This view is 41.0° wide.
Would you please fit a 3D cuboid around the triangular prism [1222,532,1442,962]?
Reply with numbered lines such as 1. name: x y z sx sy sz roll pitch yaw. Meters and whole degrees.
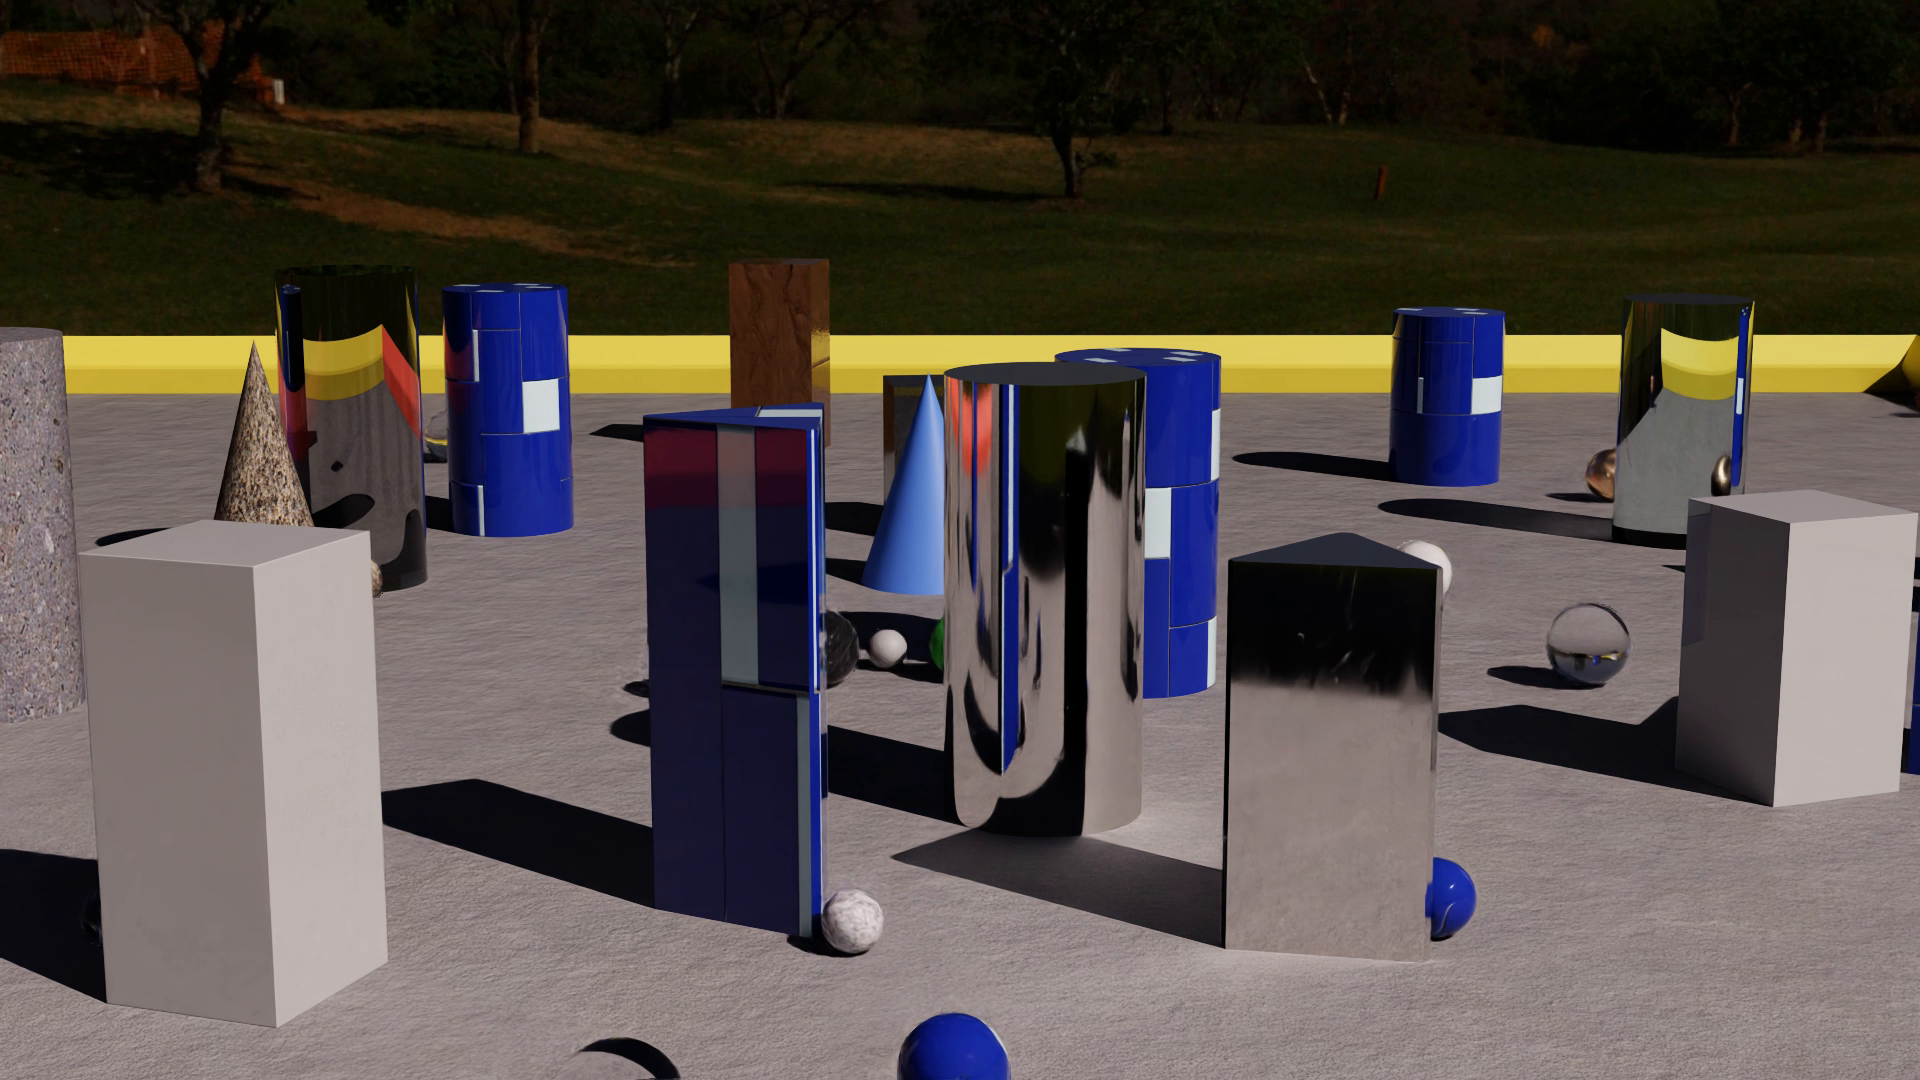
1. triangular prism: 0.317 0.168 2.168 0.170 0.330 0.147 2 11 12

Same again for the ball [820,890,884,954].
1. ball: -0.089 0.316 2.129 0.053 0.053 0.053 0 11 0

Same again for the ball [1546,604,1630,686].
1. ball: 0.745 0.124 3.043 0.098 0.098 0.098 0 11 0

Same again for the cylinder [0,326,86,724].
1. cylinder: -1.111 -0.020 2.919 0.196 0.426 0.196 0 11 0

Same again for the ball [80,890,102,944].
1. ball: -0.714 0.316 2.152 0.046 0.046 0.046 0 11 0

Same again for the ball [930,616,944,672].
1. ball: 0.007 0.125 3.069 0.086 0.086 0.086 0 11 0

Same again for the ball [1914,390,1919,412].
1. ball: 2.032 -0.292 5.357 0.072 0.072 0.072 0 11 0

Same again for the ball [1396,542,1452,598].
1. ball: 0.626 0.045 3.496 0.087 0.087 0.087 0 11 0

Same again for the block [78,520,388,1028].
1. block: -0.570 0.178 2.030 0.157 0.360 0.157 4 11 19

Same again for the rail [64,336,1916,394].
1. rail: -0.013 -0.390 5.728 4.317 0.127 0.045 0 11 0

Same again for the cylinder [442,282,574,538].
1. cylinder: -0.715 -0.209 4.064 0.196 0.381 0.196 0 11 0

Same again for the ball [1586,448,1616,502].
1. ball: 1.100 -0.109 4.325 0.090 0.090 0.090 0 11 0

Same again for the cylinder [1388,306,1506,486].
1. cylinder: 0.863 -0.257 4.551 0.196 0.297 0.196 0 11 0

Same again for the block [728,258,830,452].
1. block: -0.341 -0.350 4.882 0.157 0.359 0.157 2 11 10

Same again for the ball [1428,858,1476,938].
1. ball: 0.403 0.302 2.169 0.067 0.067 0.067 0 11 0

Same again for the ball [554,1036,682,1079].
1. ball: -0.226 0.376 1.696 0.093 0.093 0.093 0 11 0

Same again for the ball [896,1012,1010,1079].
1. ball: -0.005 0.368 1.782 0.078 0.078 0.078 0 11 0

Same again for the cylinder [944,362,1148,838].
1. cylinder: 0.082 0.053 2.506 0.196 0.434 0.196 0 11 0

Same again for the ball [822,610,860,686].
1. ball: -0.165 0.128 3.040 0.092 0.092 0.092 0 11 0

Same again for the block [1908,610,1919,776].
1. block: 1.093 0.107 2.674 0.157 0.265 0.157 6 12 29

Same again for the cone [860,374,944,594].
1. cone: -0.044 -0.089 3.637 0.196 0.300 0.196 0 11 0

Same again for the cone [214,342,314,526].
1. cone: -0.924 -0.080 3.390 0.196 0.373 0.196 0 11 0

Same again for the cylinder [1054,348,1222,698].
1. cylinder: 0.209 -0.024 3.045 0.196 0.389 0.196 0 11 0

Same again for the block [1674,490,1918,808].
1. block: 0.851 0.106 2.622 0.157 0.287 0.157 -4 11 -21

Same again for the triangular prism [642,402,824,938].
1. triangular prism: -0.159 0.104 2.231 0.170 0.434 0.147 6 12 28

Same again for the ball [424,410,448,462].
1. ball: -0.945 -0.193 4.761 0.096 0.096 0.096 0 11 0

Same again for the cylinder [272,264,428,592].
1. cylinder: -0.860 -0.160 3.626 0.196 0.443 0.196 0 11 0

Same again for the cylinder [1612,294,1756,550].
1. cylinder: 1.115 -0.186 3.959 0.196 0.373 0.196 0 11 0

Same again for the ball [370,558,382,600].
1. ball: -0.822 0.054 3.491 0.071 0.071 0.071 0 11 0

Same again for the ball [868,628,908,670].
1. ball: -0.089 0.133 3.128 0.049 0.049 0.049 0 11 0

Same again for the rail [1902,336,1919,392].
1. rail: 2.135 0.031 3.461 0.045 0.127 4.684 0 11 0

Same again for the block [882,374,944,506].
1. block: -0.034 -0.133 4.048 0.157 0.238 0.157 -1 11 -8
